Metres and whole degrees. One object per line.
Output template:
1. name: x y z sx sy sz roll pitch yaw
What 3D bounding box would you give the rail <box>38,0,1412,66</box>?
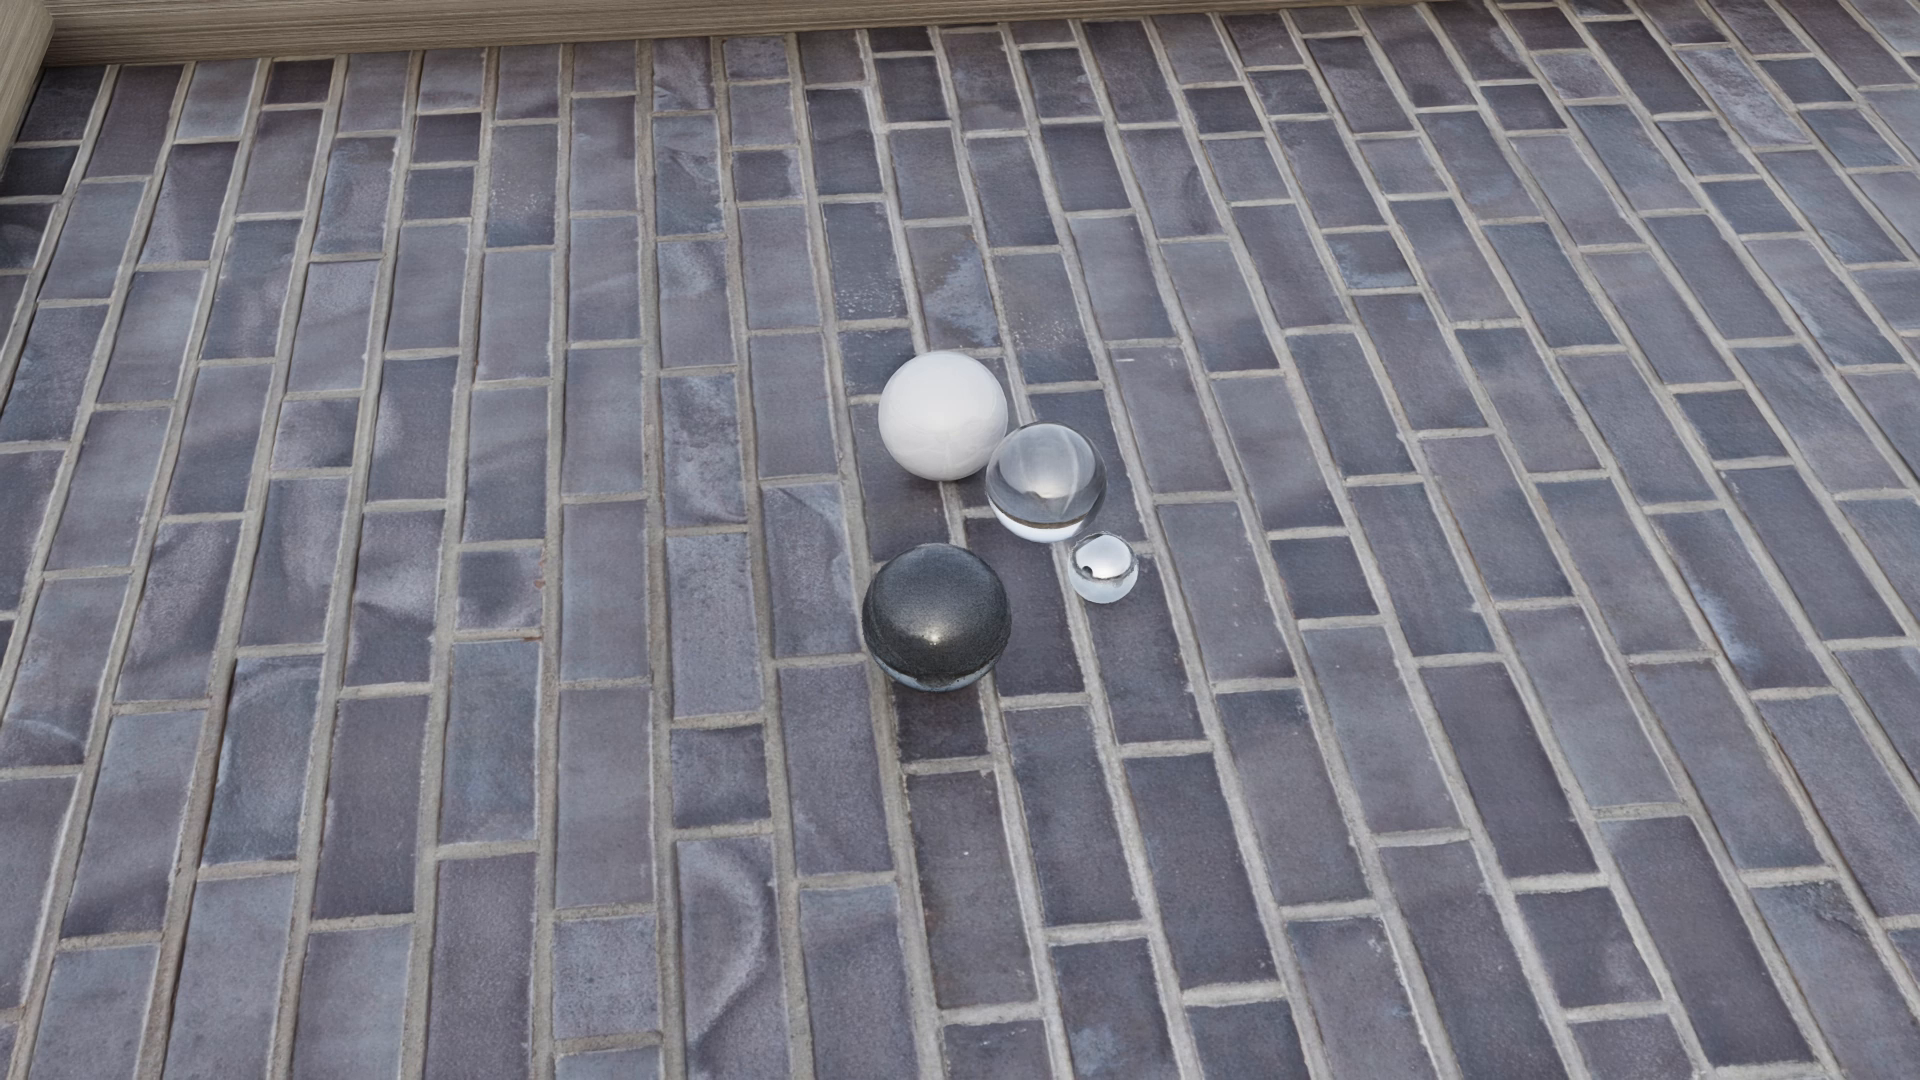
1. rail: 0.649 -0.560 2.395 2.998 0.120 0.045 -4 36 -5

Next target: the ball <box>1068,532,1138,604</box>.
1. ball: 0.092 0.018 1.658 0.046 0.046 0.046 0 36 0

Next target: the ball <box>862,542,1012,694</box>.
1. ball: -0.014 0.048 1.577 0.093 0.093 0.093 0 36 0

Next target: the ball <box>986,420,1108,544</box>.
1. ball: 0.057 -0.039 1.706 0.082 0.082 0.082 0 36 0

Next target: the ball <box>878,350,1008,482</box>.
1. ball: -0.012 -0.085 1.764 0.090 0.090 0.090 0 36 0

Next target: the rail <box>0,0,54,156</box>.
1. rail: -0.721 0.030 1.577 0.045 0.120 1.744 -4 36 -5
